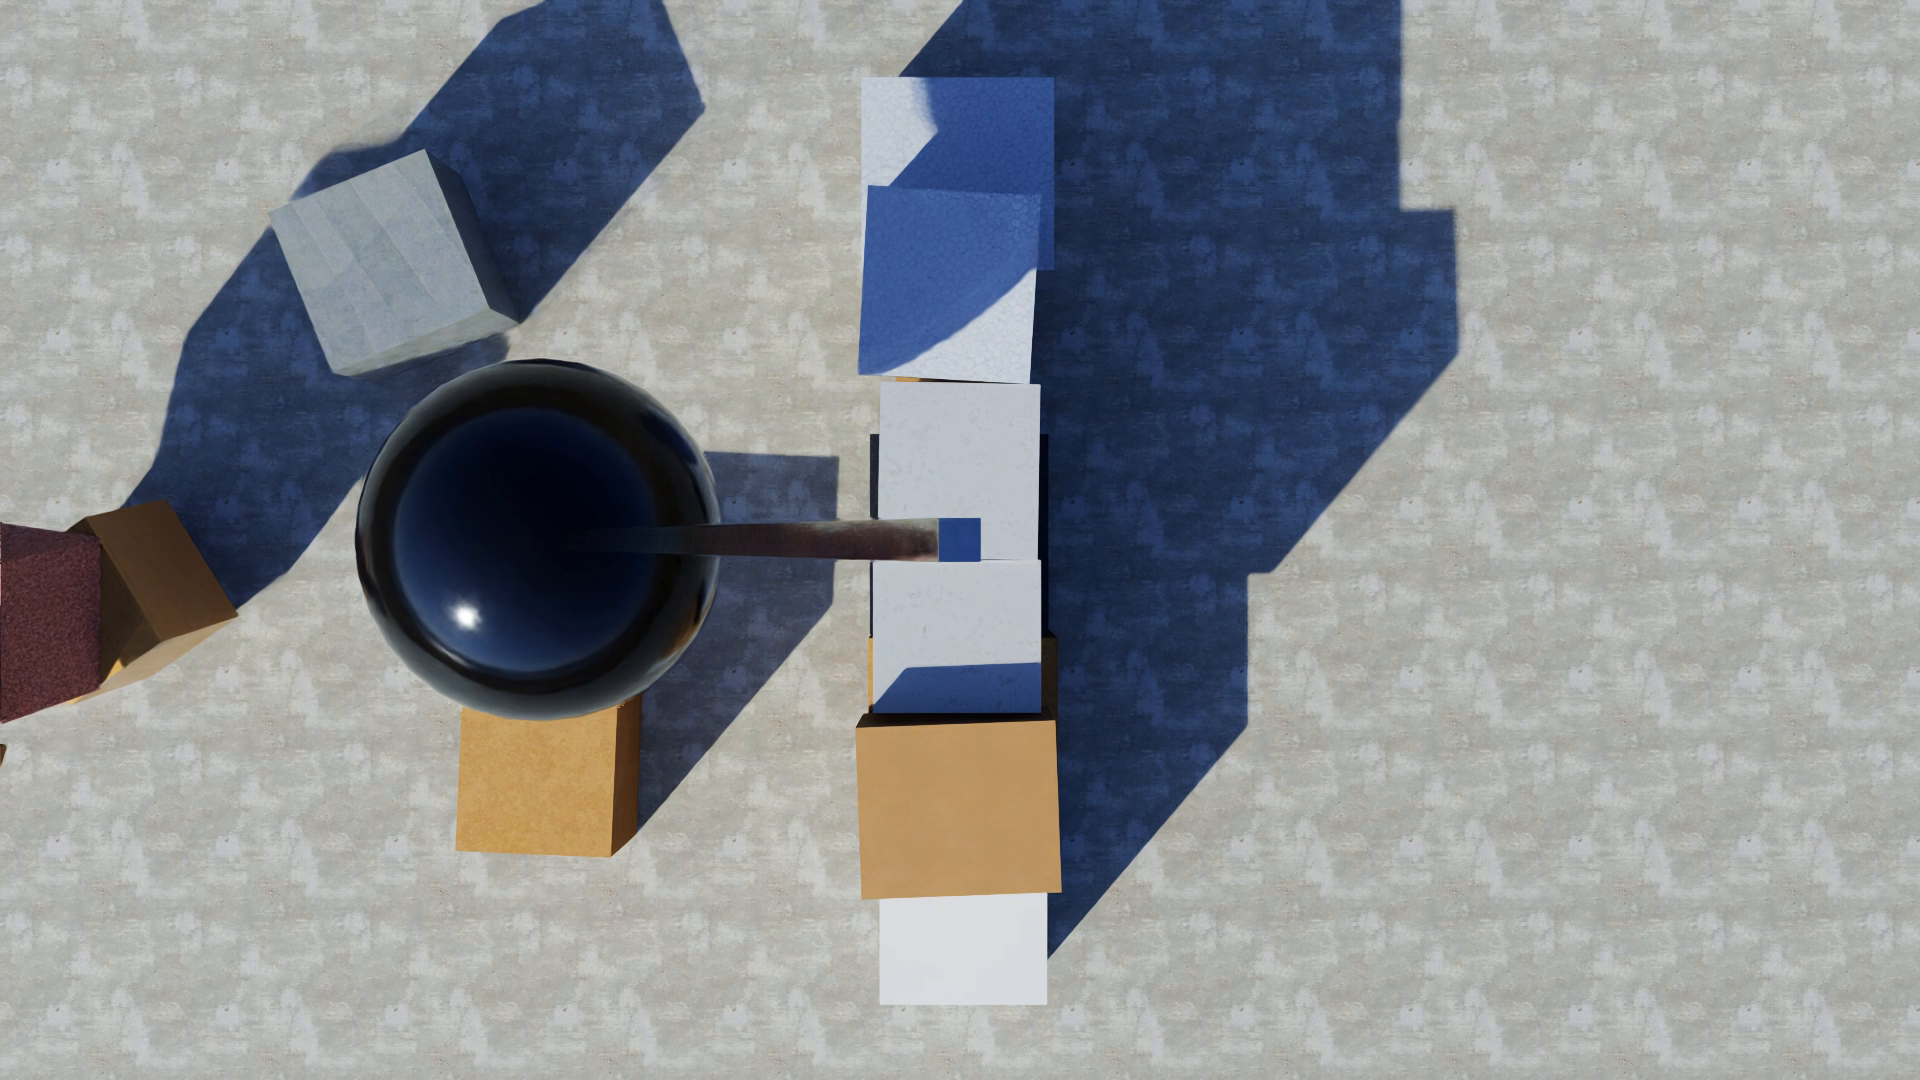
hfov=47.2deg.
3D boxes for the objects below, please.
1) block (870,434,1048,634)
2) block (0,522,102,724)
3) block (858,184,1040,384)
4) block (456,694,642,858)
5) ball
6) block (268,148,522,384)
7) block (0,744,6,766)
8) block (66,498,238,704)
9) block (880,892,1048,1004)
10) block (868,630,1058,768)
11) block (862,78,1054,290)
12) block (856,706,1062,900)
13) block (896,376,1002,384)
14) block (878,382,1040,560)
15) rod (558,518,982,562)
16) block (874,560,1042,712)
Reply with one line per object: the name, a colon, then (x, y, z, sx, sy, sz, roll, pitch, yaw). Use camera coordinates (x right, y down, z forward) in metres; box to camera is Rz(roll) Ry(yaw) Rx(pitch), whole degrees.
block: (-0.005, -0.032, 12.536, 0.981, 0.928, 1.102, 0, 90, 0)
block: (-5.257, 0.426, 11.794, 0.836, 0.899, 0.862, 7, 101, 14)
block: (-0.057, -1.325, 11.601, 0.875, 0.937, 0.953, 3, 94, 0)
block: (-2.320, 1.286, 12.522, 0.852, 0.956, 0.873, 2, 90, 0)
ball: (-1.835, 0.000, 9.673, 1.600, 1.600, 1.600, 0, 90, 0)
block: (-3.201, -1.539, 12.551, 0.935, 0.897, 0.949, -22, 90, 0)
block: (-5.350, 1.297, 11.261, 0.631, 0.538, 0.600, 21, 66, -31)
block: (-4.790, 0.340, 12.532, 0.721, 0.762, 0.805, -32, 90, 17)
block: (0.019, 2.048, 12.495, 0.913, 1.011, 0.971, 0, 90, 0)
block: (0.017, 1.042, 12.452, 1.026, 1.097, 1.023, 0, 90, 0)
block: (-0.012, -2.009, 12.530, 1.056, 0.940, 1.059, 0, 90, 0)
block: (-0.008, 1.349, 11.444, 1.000, 0.919, 0.859, -2, 90, 0)
block: (0.005, -1.029, 12.650, 0.727, 0.700, 0.873, 0, 90, 0)
block: (-0.011, -0.345, 11.624, 0.813, 0.901, 0.894, 1, 89, -1)
rod: (-0.795, 0.000, 6.436, 0.080, 5.200, 0.080, 0, 90, -18)
block: (-0.015, 0.500, 11.549, 0.855, 0.710, 0.777, 0, 89, 0)
